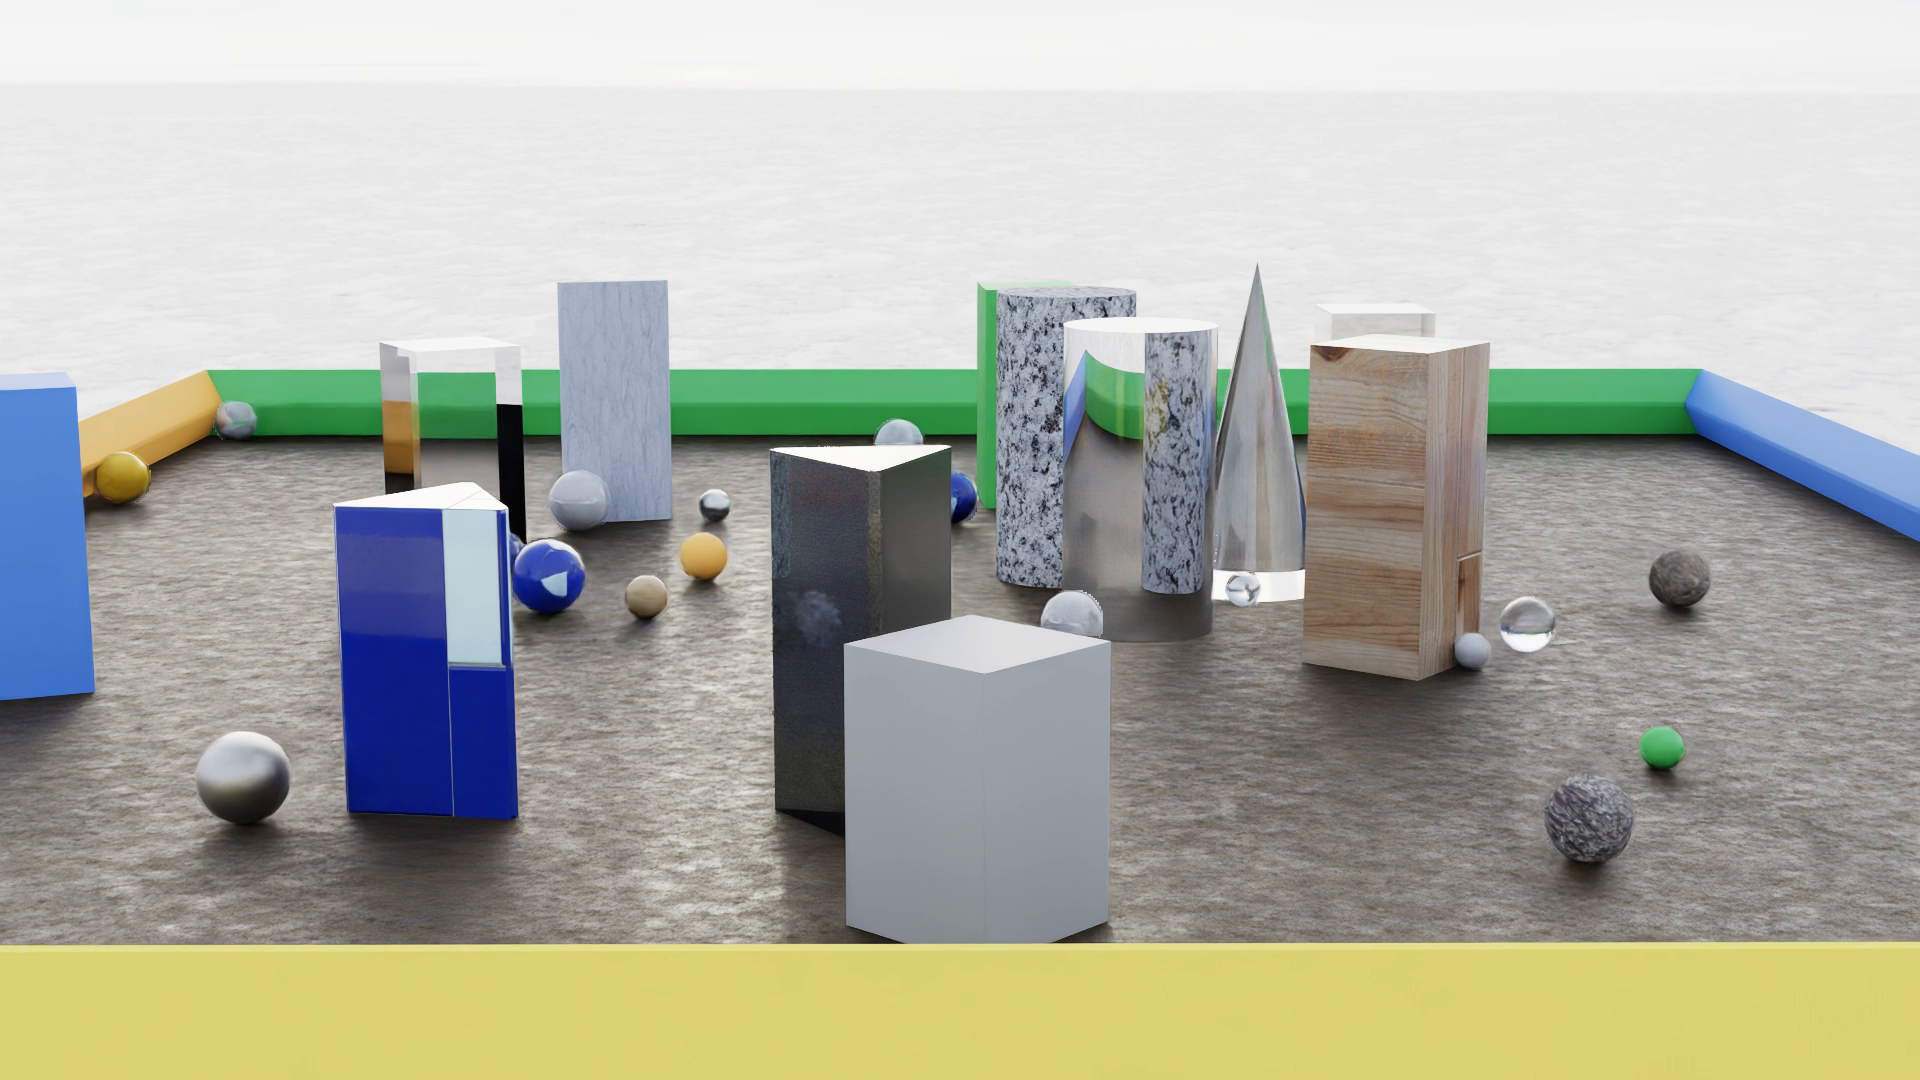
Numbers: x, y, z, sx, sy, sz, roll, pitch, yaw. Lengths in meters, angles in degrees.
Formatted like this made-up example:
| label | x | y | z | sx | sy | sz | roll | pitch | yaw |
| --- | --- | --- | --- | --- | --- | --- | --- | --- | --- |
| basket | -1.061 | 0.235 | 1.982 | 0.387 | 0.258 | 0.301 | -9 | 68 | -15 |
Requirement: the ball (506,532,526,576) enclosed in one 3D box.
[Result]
| label | x | y | z | sx | sy | sz | roll | pitch | yaw |
| --- | --- | --- | --- | --- | --- | --- | --- | --- | --- |
| ball | -0.660 | 0.019 | 3.705 | 0.065 | 0.065 | 0.065 | 0 | 10 | 0 |

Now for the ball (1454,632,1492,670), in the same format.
| label | x | y | z | sx | sy | sz | roll | pitch | yaw |
| --- | --- | --- | --- | --- | --- | --- | --- | --- | --- |
| ball | 0.626 | 0.136 | 3.135 | 0.044 | 0.044 | 0.044 | 0 | 10 | 0 |

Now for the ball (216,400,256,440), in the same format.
| label | x | y | z | sx | sy | sz | roll | pitch | yaw |
| --- | --- | --- | --- | --- | --- | --- | --- | --- | --- |
| ball | -1.423 | -0.234 | 5.041 | 0.079 | 0.079 | 0.079 | 0 | 10 | 0 |

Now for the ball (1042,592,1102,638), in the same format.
| label | x | y | z | sx | sy | sz | roll | pitch | yaw |
| --- | --- | --- | --- | --- | --- | --- | --- | --- | --- |
| ball | 0.140 | 0.102 | 3.229 | 0.076 | 0.076 | 0.076 | 0 | 10 | 0 |

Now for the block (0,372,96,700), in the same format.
| label | x | y | z | sx | sy | sz | roll | pitch | yaw |
| --- | --- | --- | --- | --- | --- | --- | --- | --- | --- |
| block | -1.123 | -0.007 | 3.032 | 0.159 | 0.362 | 0.159 | -4 | 11 | -23 |

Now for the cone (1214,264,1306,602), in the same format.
| label | x | y | z | sx | sy | sz | roll | pitch | yaw |
| --- | --- | --- | --- | --- | --- | --- | --- | --- | --- |
| cone | 0.411 | -0.160 | 3.588 | 0.199 | 0.461 | 0.199 | 0 | 10 | 0 |

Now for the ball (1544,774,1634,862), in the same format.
| label | x | y | z | sx | sy | sz | roll | pitch | yaw |
| --- | --- | --- | --- | --- | --- | --- | --- | --- | --- |
| ball | 0.582 | 0.258 | 2.374 | 0.081 | 0.081 | 0.081 | 0 | 10 | 0 |

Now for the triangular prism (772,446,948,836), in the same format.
| label | x | y | z | sx | sy | sz | roll | pitch | yaw |
| --- | --- | --- | --- | --- | --- | --- | --- | --- | --- |
| triangular prism | -0.071 | 0.093 | 2.495 | 0.149 | 0.360 | 0.173 | -8 | 13 | -36 |

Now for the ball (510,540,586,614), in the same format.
| label | x | y | z | sx | sy | sz | roll | pitch | yaw |
| --- | --- | --- | --- | --- | --- | --- | --- | --- | --- |
| ball | -0.554 | 0.049 | 3.453 | 0.100 | 0.100 | 0.100 | 0 | 10 | 0 |

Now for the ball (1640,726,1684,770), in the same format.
| label | x | y | z | sx | sy | sz | roll | pitch | yaw |
| --- | --- | --- | --- | --- | --- | --- | --- | --- | --- |
| ball | 0.736 | 0.218 | 2.688 | 0.045 | 0.045 | 0.045 | 0 | 10 | 0 |

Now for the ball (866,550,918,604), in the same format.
| label | x | y | z | sx | sy | sz | roll | pitch | yaw |
| --- | --- | --- | --- | --- | --- | --- | --- | --- | --- |
| ball | -0.093 | 0.051 | 3.516 | 0.072 | 0.072 | 0.072 | 0 | 10 | 0 |

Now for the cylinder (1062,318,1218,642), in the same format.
| label | x | y | z | sx | sy | sz | roll | pitch | yaw |
| --- | --- | --- | --- | --- | --- | --- | --- | --- | --- |
| cylinder | 0.233 | -0.082 | 3.340 | 0.199 | 0.397 | 0.199 | 0 | 10 | 0 |

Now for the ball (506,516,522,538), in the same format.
| label | x | y | z | sx | sy | sz | roll | pitch | yaw |
| --- | --- | --- | --- | --- | --- | --- | --- | --- | --- |
| ball | -0.697 | -0.016 | 3.961 | 0.042 | 0.042 | 0.042 | 0 | 10 | 0 |

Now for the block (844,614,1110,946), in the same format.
| label | x | y | z | sx | sy | sz | roll | pitch | yaw |
| --- | --- | --- | --- | --- | --- | --- | --- | --- | --- |
| block | 0.015 | 0.208 | 2.186 | 0.159 | 0.247 | 0.159 | 9 | 14 | 42 |

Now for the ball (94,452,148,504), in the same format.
| label | x | y | z | sx | sy | sz | roll | pitch | yaw |
| --- | --- | --- | --- | --- | --- | --- | --- | --- | --- |
| ball | -1.411 | -0.105 | 4.318 | 0.088 | 0.088 | 0.088 | 0 | 10 | 0 |

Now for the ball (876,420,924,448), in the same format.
| label | x | y | z | sx | sy | sz | roll | pitch | yaw |
| --- | --- | --- | --- | --- | --- | --- | --- | --- | --- |
| ball | -0.111 | -0.176 | 4.702 | 0.088 | 0.088 | 0.088 | 0 | 10 | 0 |

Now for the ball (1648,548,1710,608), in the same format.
| label | x | y | z | sx | sy | sz | roll | pitch | yaw |
| --- | --- | --- | --- | --- | --- | --- | --- | --- | --- |
| ball | 0.977 | 0.051 | 3.487 | 0.083 | 0.083 | 0.083 | 0 | 10 | 0 |

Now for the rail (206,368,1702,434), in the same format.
| label | x | y | z | sx | sy | sz | roll | pitch | yaw |
| --- | --- | --- | --- | --- | --- | --- | --- | --- | --- |
| rail | -0.010 | -0.272 | 5.100 | 2.984 | 0.129 | 0.045 | 0 | 10 | 0 |

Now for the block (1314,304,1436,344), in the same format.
| label | x | y | z | sx | sy | sz | roll | pitch | yaw |
| --- | --- | --- | --- | --- | --- | --- | --- | --- | --- |
| block | 0.644 | -0.186 | 4.021 | 0.159 | 0.354 | 0.159 | 0 | 10 | -2 |

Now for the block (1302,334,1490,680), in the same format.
| label | x | y | z | sx | sy | sz | roll | pitch | yaw |
| --- | --- | --- | --- | --- | --- | --- | --- | --- | --- |
| block | 0.535 | -0.045 | 3.151 | 0.159 | 0.394 | 0.159 | 8 | 13 | 37 |

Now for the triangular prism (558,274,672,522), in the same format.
| label | x | y | z | sx | sy | sz | roll | pitch | yaw |
| --- | --- | --- | --- | --- | --- | --- | --- | --- | --- |
| triangular prism | -0.571 | -0.235 | 4.195 | 0.173 | 0.388 | 0.149 | -3 | 11 | -14 |

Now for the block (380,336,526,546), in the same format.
| label | x | y | z | sx | sy | sz | roll | pitch | yaw |
| --- | --- | --- | --- | --- | --- | --- | --- | --- | --- |
| block | -0.757 | -0.133 | 3.831 | 0.159 | 0.320 | 0.159 | -6 | 12 | -31 |

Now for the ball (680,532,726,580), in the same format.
| label | x | y | z | sx | sy | sz | roll | pitch | yaw |
| --- | --- | --- | --- | --- | --- | --- | --- | --- | --- |
| ball | -0.368 | 0.024 | 3.674 | 0.068 | 0.068 | 0.068 | 0 | 10 | 0 |

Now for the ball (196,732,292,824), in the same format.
| label | x | y | z | sx | sy | sz | roll | pitch | yaw |
| --- | --- | --- | --- | --- | --- | --- | --- | --- | --- |
| ball | -0.696 | 0.231 | 2.495 | 0.090 | 0.090 | 0.090 | 0 | 10 | 0 |

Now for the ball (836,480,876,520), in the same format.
| label | x | y | z | sx | sy | sz | roll | pitch | yaw |
| --- | --- | --- | --- | --- | --- | --- | --- | --- | --- |
| ball | -0.168 | -0.065 | 4.164 | 0.064 | 0.064 | 0.064 | 0 | 10 | 0 |

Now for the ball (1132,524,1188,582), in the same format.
| label | x | y | z | sx | sy | sz | roll | pitch | yaw |
| --- | --- | --- | --- | --- | --- | --- | --- | --- | --- |
| ball | 0.285 | 0.019 | 3.668 | 0.081 | 0.081 | 0.081 | 0 | 10 | 0 |

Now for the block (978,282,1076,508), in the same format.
| label | x | y | z | sx | sy | sz | roll | pitch | yaw |
| --- | --- | --- | --- | --- | --- | --- | --- | --- | --- |
| block | 0.115 | -0.247 | 4.325 | 0.159 | 0.364 | 0.159 | -1 | 11 | -4 |

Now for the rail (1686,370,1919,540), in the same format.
| label | x | y | z | sx | sy | sz | roll | pitch | yaw |
| --- | --- | --- | --- | --- | --- | --- | --- | --- | --- |
| rail | 1.468 | 0.032 | 3.457 | 0.045 | 0.129 | 3.406 | 0 | 10 | 0 |

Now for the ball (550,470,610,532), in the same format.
| label | x | y | z | sx | sy | sz | roll | pitch | yaw |
| --- | --- | --- | --- | --- | --- | --- | --- | --- | --- |
| ball | -0.601 | -0.062 | 4.061 | 0.097 | 0.097 | 0.097 | 0 | 10 | 0 |

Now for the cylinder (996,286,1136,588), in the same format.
| label | x | y | z | sx | sy | sz | roll | pitch | yaw |
| --- | --- | --- | --- | --- | --- | --- | --- | --- | --- |
| cylinder | 0.151 | -0.151 | 3.682 | 0.199 | 0.410 | 0.199 | 0 | 10 | 0 |

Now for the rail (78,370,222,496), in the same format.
| label | x | y | z | sx | sy | sz | roll | pitch | yaw |
| --- | --- | --- | --- | --- | --- | --- | --- | --- | --- |
| rail | -1.468 | 0.035 | 3.440 | 0.045 | 0.129 | 3.406 | 0 | 10 | 0 |

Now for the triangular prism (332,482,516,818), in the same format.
| label | x | y | z | sx | sy | sz | roll | pitch | yaw |
| --- | --- | --- | --- | --- | --- | --- | --- | --- | --- |
| triangular prism | -0.512 | 0.106 | 2.572 | 0.173 | 0.308 | 0.149 | 1 | 11 | 7 |

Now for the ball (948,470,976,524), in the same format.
| label | x | y | z | sx | sy | sz | roll | pitch | yaw |
| --- | --- | --- | --- | --- | --- | --- | --- | --- | --- |
| ball | -0.016 | -0.068 | 4.122 | 0.087 | 0.087 | 0.087 | 0 | 10 | 0 |

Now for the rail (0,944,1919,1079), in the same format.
| label | x | y | z | sx | sy | sz | roll | pitch | yaw |
| --- | --- | --- | --- | --- | --- | --- | --- | --- | --- |
| rail | 0.010 | 0.339 | 1.797 | 2.984 | 0.129 | 0.045 | 0 | 10 | 0 |

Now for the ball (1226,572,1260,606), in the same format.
| label | x | y | z | sx | sy | sz | roll | pitch | yaw |
| --- | --- | --- | --- | --- | --- | --- | --- | --- | --- |
| ball | 0.386 | 0.067 | 3.497 | 0.048 | 0.048 | 0.048 | 0 | 10 | 0 |

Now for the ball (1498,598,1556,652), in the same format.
| label | x | y | z | sx | sy | sz | roll | pitch | yaw |
| --- | --- | --- | --- | --- | --- | --- | --- | --- | --- |
| ball | 0.712 | 0.107 | 3.222 | 0.069 | 0.069 | 0.069 | 0 | 10 | 0 |

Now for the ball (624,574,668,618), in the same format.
| label | x | y | z | sx | sy | sz | roll | pitch | yaw |
| --- | --- | --- | --- | --- | --- | --- | --- | --- | --- |
| ball | -0.418 | 0.076 | 3.422 | 0.058 | 0.058 | 0.058 | 0 | 10 | 0 |

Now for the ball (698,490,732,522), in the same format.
| label | x | y | z | sx | sy | sz | roll | pitch | yaw |
| --- | --- | --- | --- | --- | --- | --- | --- | --- | --- |
| ball | -0.396 | -0.056 | 4.145 | 0.053 | 0.053 | 0.053 | 0 | 10 | 0 |
